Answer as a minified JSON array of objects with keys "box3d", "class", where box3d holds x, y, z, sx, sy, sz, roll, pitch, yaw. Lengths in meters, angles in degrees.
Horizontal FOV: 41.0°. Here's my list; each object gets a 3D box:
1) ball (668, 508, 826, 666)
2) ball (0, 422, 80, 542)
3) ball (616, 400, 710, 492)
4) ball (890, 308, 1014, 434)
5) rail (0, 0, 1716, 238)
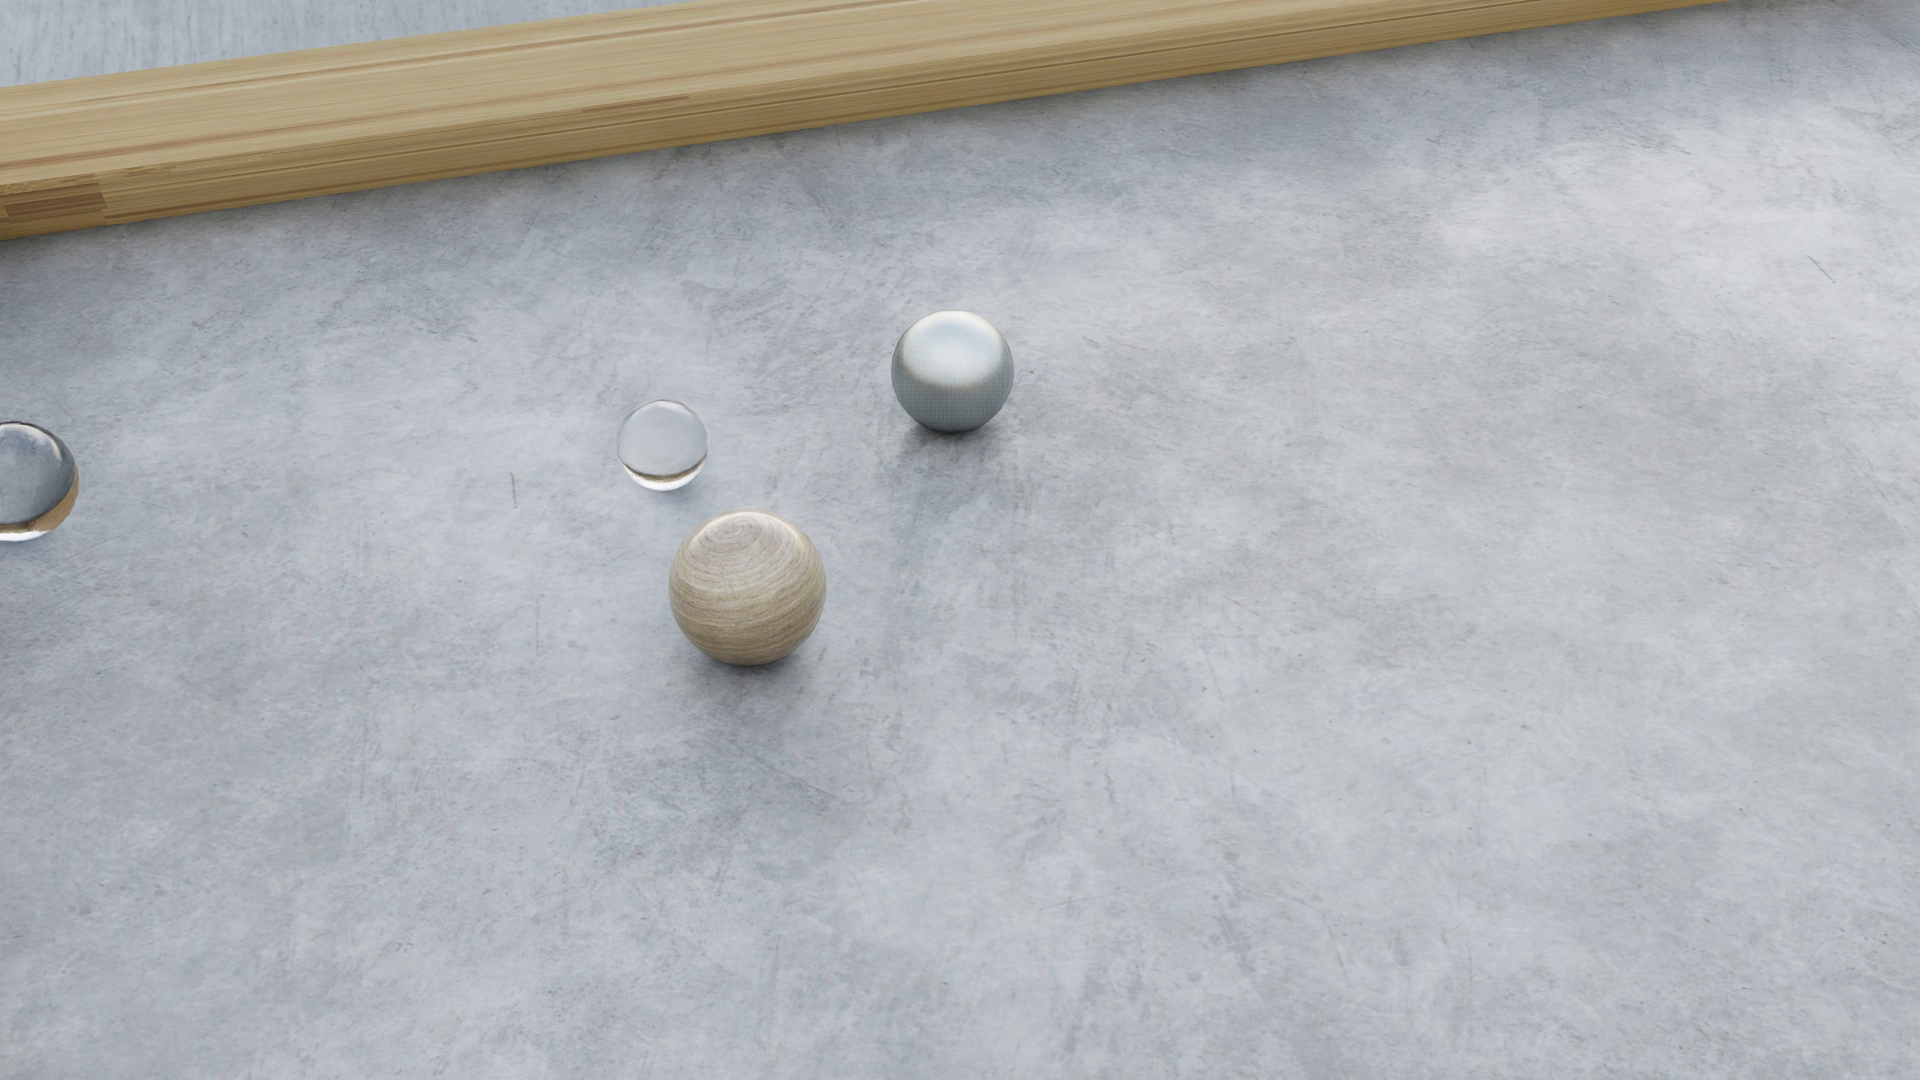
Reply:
[{"box3d":[-0.128,0.028,1.541,0.095,0.095,0.095,0,35,0],"class":"ball"},{"box3d":[-0.607,-0.038,1.650,0.077,0.077,0.077,0,35,0],"class":"ball"},{"box3d":[-0.197,-0.063,1.699,0.061,0.061,0.061,0,35,0],"class":"ball"},{"box3d":[-0.005,-0.115,1.753,0.085,0.085,0.085,0,35,0],"class":"ball"},{"box3d":[0.416,-0.482,2.237,2.552,0.123,0.045,-10,37,-14],"class":"rail"}]
